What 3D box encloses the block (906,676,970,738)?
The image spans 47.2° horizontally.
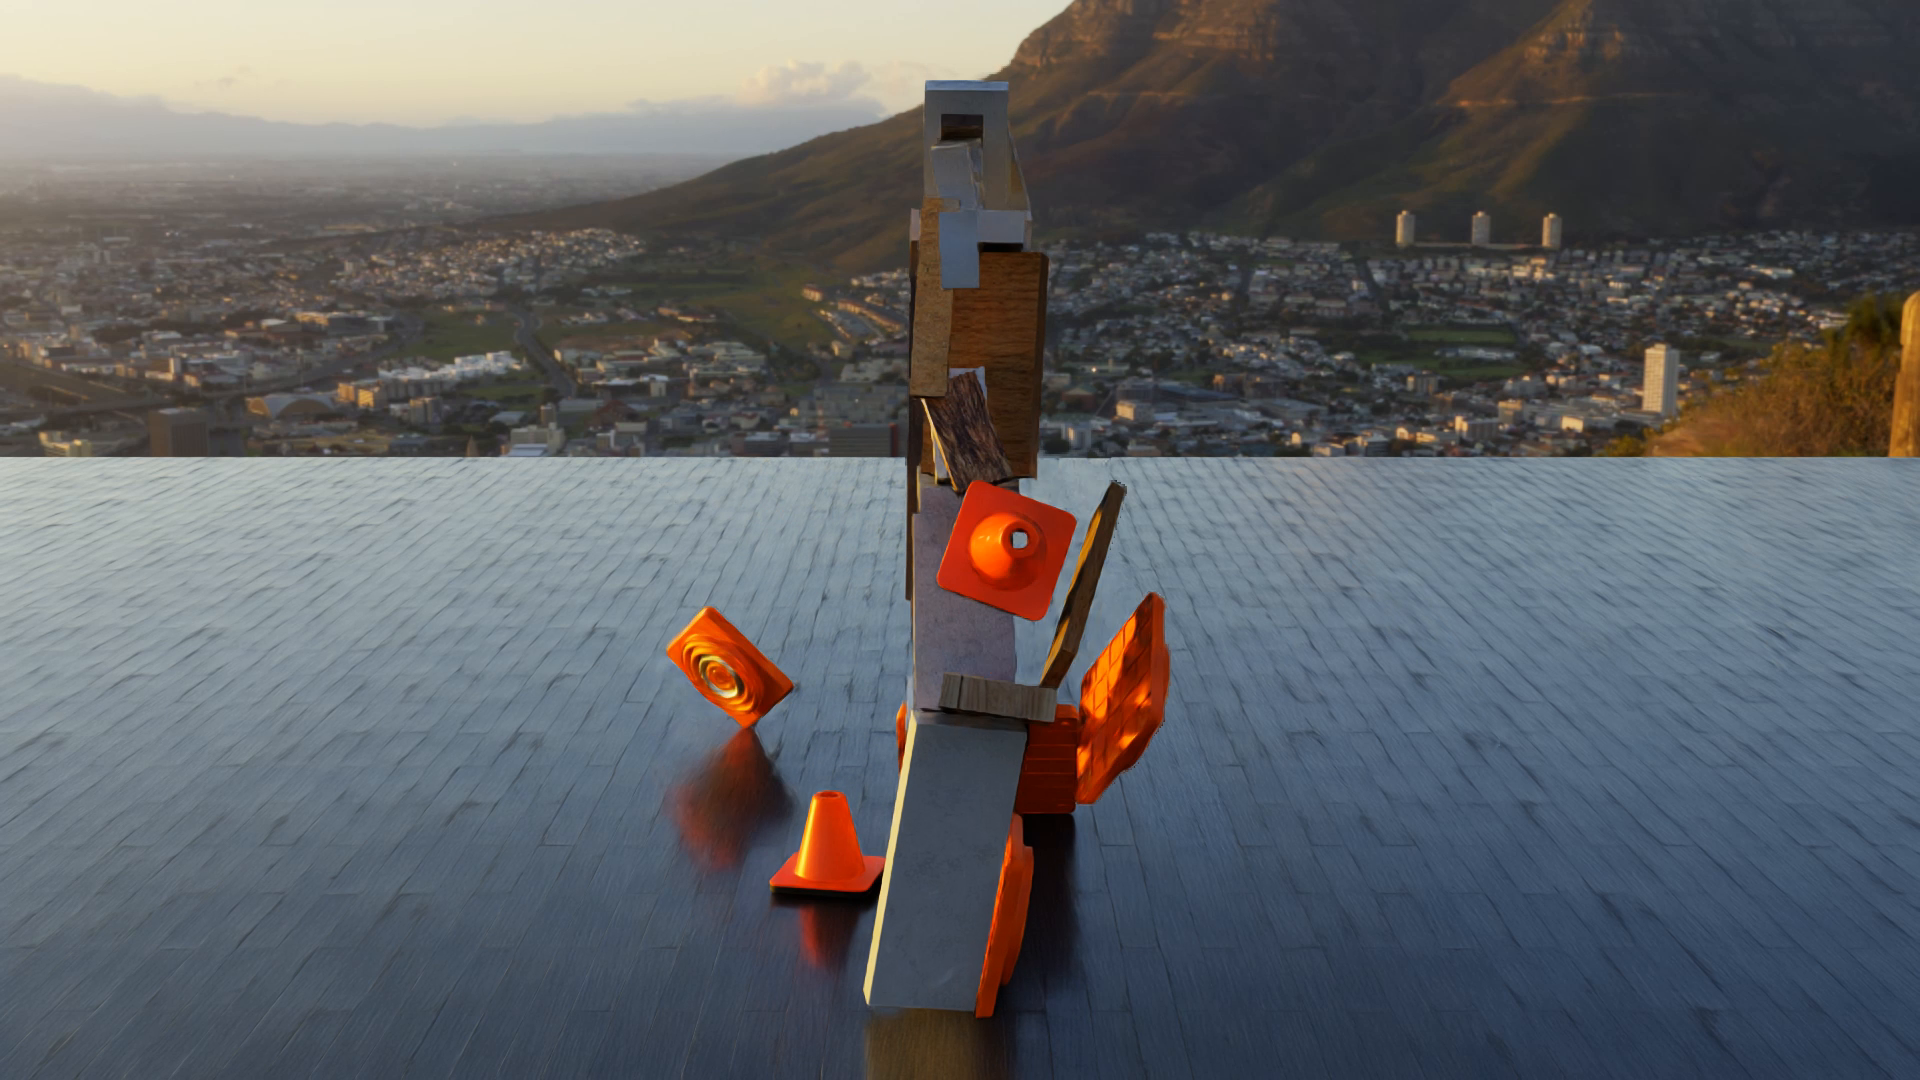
[{"bbox_3d":[0.000,0.274,3.414,0.166,0.047,0.332,0,10,-1],"label":"block"}]

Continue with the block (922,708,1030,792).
[{"bbox_3d":[-0.005,0.395,3.257,0.157,0.315,0.045,9,35,-4],"label":"block"}]

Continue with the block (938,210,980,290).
[{"bbox_3d":[-0.001,-0.425,3.221,0.056,0.112,0.016,-3,3,1],"label":"block"}]

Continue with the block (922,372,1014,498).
[{"bbox_3d":[0.009,-0.160,3.316,0.088,0.176,0.025,-17,-16,-9],"label":"block"}]

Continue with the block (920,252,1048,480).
[{"bbox_3d":[0.039,-0.271,3.414,0.173,0.346,0.049,2,-3,18],"label":"block"}]

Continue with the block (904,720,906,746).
[{"bbox_3d":[-0.002,0.437,3.580,0.166,0.332,0.047,1,24,3],"label":"block"}]

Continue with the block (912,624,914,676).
[{"bbox_3d":[-0.004,0.275,3.638,0.146,0.292,0.041,0,29,1],"label":"block"}]

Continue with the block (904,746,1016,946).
[{"bbox_3d":[-0.001,0.473,3.385,0.166,0.332,0.047,0,23,-2],"label":"block"}]

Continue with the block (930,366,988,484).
[{"bbox_3d":[0.000,-0.174,3.346,0.088,0.176,0.025,-4,-17,-5],"label":"block"}]

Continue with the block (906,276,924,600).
[{"bbox_3d":[0.001,-0.166,3.638,0.173,0.534,0.049,1,-3,-1],"label":"block"}]

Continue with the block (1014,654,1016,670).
[{"bbox_3d":[0.014,0.202,3.826,0.112,0.032,0.223,-3,-12,17],"label":"block"}]

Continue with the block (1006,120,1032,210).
[{"bbox_3d":[0.032,-0.614,3.629,0.130,0.037,0.261,-6,-33,9],"label":"block"}]

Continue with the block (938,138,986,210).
[{"bbox_3d":[0.004,-0.558,3.422,0.064,0.129,0.018,0,24,9],"label":"block"}]

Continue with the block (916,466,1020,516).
[{"bbox_3d":[0.010,-0.080,3.457,0.150,0.043,0.301,0,8,-2],"label":"block"}]

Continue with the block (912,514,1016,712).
[{"bbox_3d":[0.005,0.110,3.340,0.150,0.301,0.043,-1,-6,-4],"label":"block"}]

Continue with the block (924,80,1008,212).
[{"bbox_3d":[0.009,-0.604,3.518,0.131,0.261,0.037,1,35,0],"label":"block"}]

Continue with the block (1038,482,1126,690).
[{"bbox_3d":[0.187,0.067,3.325,0.025,0.088,0.413,24,39,-2],"label":"block"}]

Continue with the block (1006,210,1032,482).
[{"bbox_3d":[0.046,-0.309,3.831,0.130,0.565,0.037,1,34,-2],"label":"block"}]

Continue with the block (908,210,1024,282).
[{"bbox_3d":[0.006,-0.466,3.519,0.173,0.049,0.346,1,-4,-2],"label":"block"}]

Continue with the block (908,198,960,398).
[{"bbox_3d":[-0.038,-0.366,3.319,0.056,0.305,0.016,3,-6,7],"label":"block"}]

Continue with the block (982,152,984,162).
[{"bbox_3d":[0.003,-0.551,3.490,0.064,0.129,0.018,1,31,-2],"label":"block"}]

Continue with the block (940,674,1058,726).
[{"bbox_3d":[0.053,0.230,3.137,0.158,0.045,0.315,8,-6,1],"label":"block"}]

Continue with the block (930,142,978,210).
[{"bbox_3d":[-0.008,-0.555,3.406,0.056,0.112,0.016,-5,24,12],"label":"block"}]

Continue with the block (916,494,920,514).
[{"bbox_3d":[0.004,0.078,3.548,0.150,0.301,0.043,0,-15,1],"label":"block"}]

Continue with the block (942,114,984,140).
[{"bbox_3d":[0.003,-0.629,3.414,0.064,0.018,0.129,1,-9,0],"label":"block"}]

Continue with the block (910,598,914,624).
[{"bbox_3d":[-0.005,0.141,3.707,0.146,0.041,0.292,1,-11,1],"label":"block"}]

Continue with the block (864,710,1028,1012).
[{"bbox_3d":[-0.023,0.459,3.115,0.158,0.441,0.045,6,18,-12],"label":"block"}]
